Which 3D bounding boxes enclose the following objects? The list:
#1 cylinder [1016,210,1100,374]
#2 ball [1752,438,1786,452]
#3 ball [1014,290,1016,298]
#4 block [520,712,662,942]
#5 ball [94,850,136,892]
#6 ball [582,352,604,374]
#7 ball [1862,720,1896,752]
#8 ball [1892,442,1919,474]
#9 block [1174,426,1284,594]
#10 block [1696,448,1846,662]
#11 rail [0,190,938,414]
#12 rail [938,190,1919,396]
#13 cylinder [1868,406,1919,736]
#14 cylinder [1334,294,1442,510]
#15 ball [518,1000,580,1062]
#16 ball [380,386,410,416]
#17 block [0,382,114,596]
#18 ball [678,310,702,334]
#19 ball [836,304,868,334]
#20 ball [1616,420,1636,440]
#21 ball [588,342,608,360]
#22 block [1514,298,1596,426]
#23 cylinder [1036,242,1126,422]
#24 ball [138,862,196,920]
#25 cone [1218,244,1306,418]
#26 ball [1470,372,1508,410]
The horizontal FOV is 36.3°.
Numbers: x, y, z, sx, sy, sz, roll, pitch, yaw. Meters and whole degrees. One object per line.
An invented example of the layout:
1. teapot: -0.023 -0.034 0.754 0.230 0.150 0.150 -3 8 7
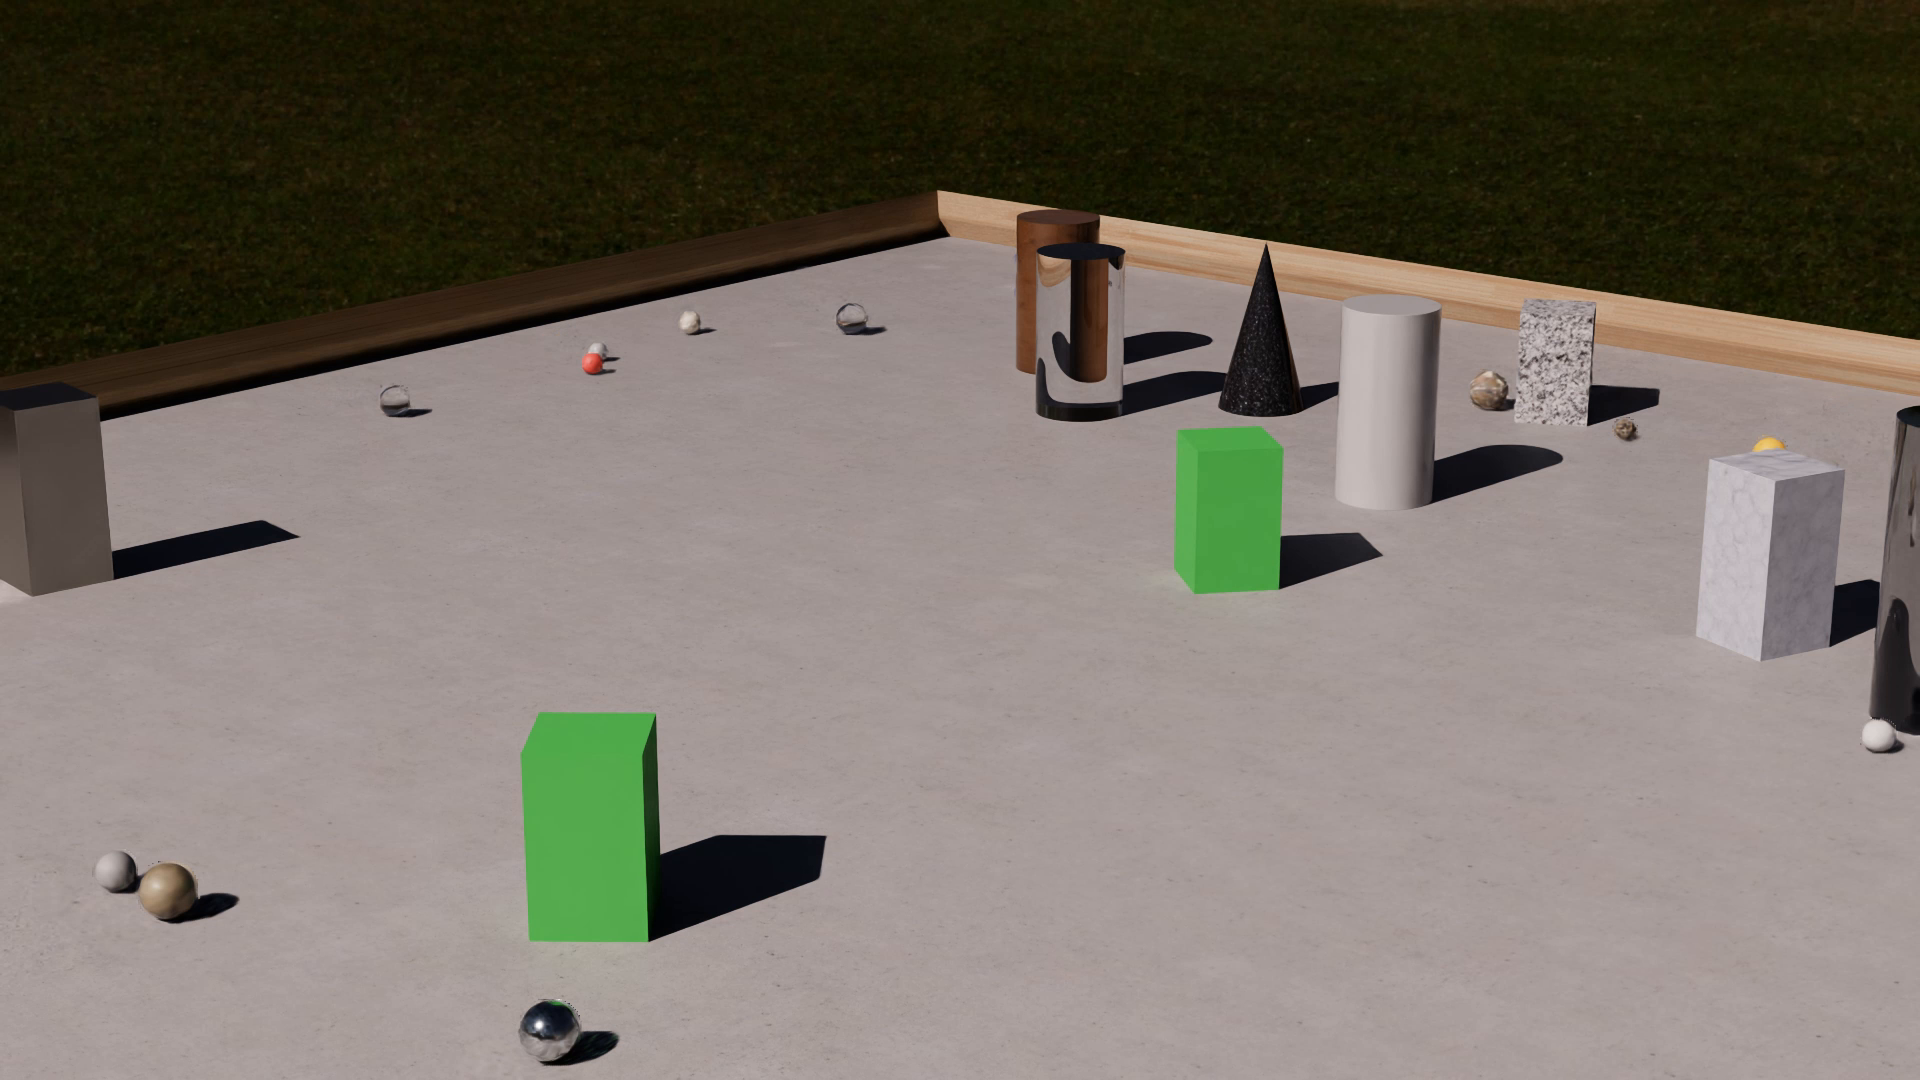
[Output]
1. cylinder: 0.224 -0.567 6.713 0.190 0.350 0.190 0 17 0
2. ball: 1.627 -0.172 5.892 0.068 0.068 0.068 0 17 0
3. ball: 0.168 -0.621 7.391 0.061 0.061 0.061 0 17 0
4. block: -0.473 0.369 3.778 0.152 0.255 0.152 0 17 1
5. ball: -1.121 0.439 3.893 0.053 0.053 0.053 0 17 0
6. ball: -0.839 -0.403 6.690 0.049 0.049 0.049 0 17 0
7. ball: 1.374 0.293 4.386 0.049 0.049 0.049 0 17 0
8. ball: 1.901 -0.164 5.867 0.067 0.067 0.067 0 17 0
9. block: 0.473 -0.054 5.173 0.152 0.258 0.152 -3 17 -9
10. block: 1.335 0.022 4.837 0.152 0.306 0.152 -9 19 -27
11. rail: -1.660 -0.386 6.500 0.045 0.123 4.923 14 22 39
12. rail: 1.598 -0.501 6.883 4.443 0.123 0.045 14 22 39
13. cylinder: 1.503 0.047 4.466 0.190 0.474 0.190 0 17 0
14. cylinder: 0.826 -0.267 5.663 0.190 0.383 0.190 0 17 0
15. ball: -0.479 0.573 3.420 0.071 0.071 0.071 0 17 0
16. ball: -1.217 -0.299 6.314 0.066 0.066 0.066 0 17 0
17. block: -1.609 -0.092 5.165 0.152 0.334 0.152 -14 22 -38
18. ball: -0.653 -0.526 7.087 0.055 0.055 0.055 0 17 0
19. ball: -0.261 -0.533 7.073 0.076 0.076 0.076 0 17 0
20. ball: 1.392 -0.231 6.133 0.042 0.042 0.042 0 17 0
21. ball: -0.840 -0.437 6.808 0.045 0.045 0.045 0 17 0
22. block: 1.278 -0.382 6.292 0.152 0.239 0.152 4 17 13
23. cylinder: 0.259 -0.448 6.315 0.190 0.352 0.190 0 17 0
24. ball: -1.028 0.456 3.806 0.073 0.073 0.073 0 17 0
25. cone: 0.659 -0.467 6.355 0.190 0.366 0.190 0 17 0
26. ball: 1.148 -0.325 6.371 0.083 0.083 0.083 0 17 0
